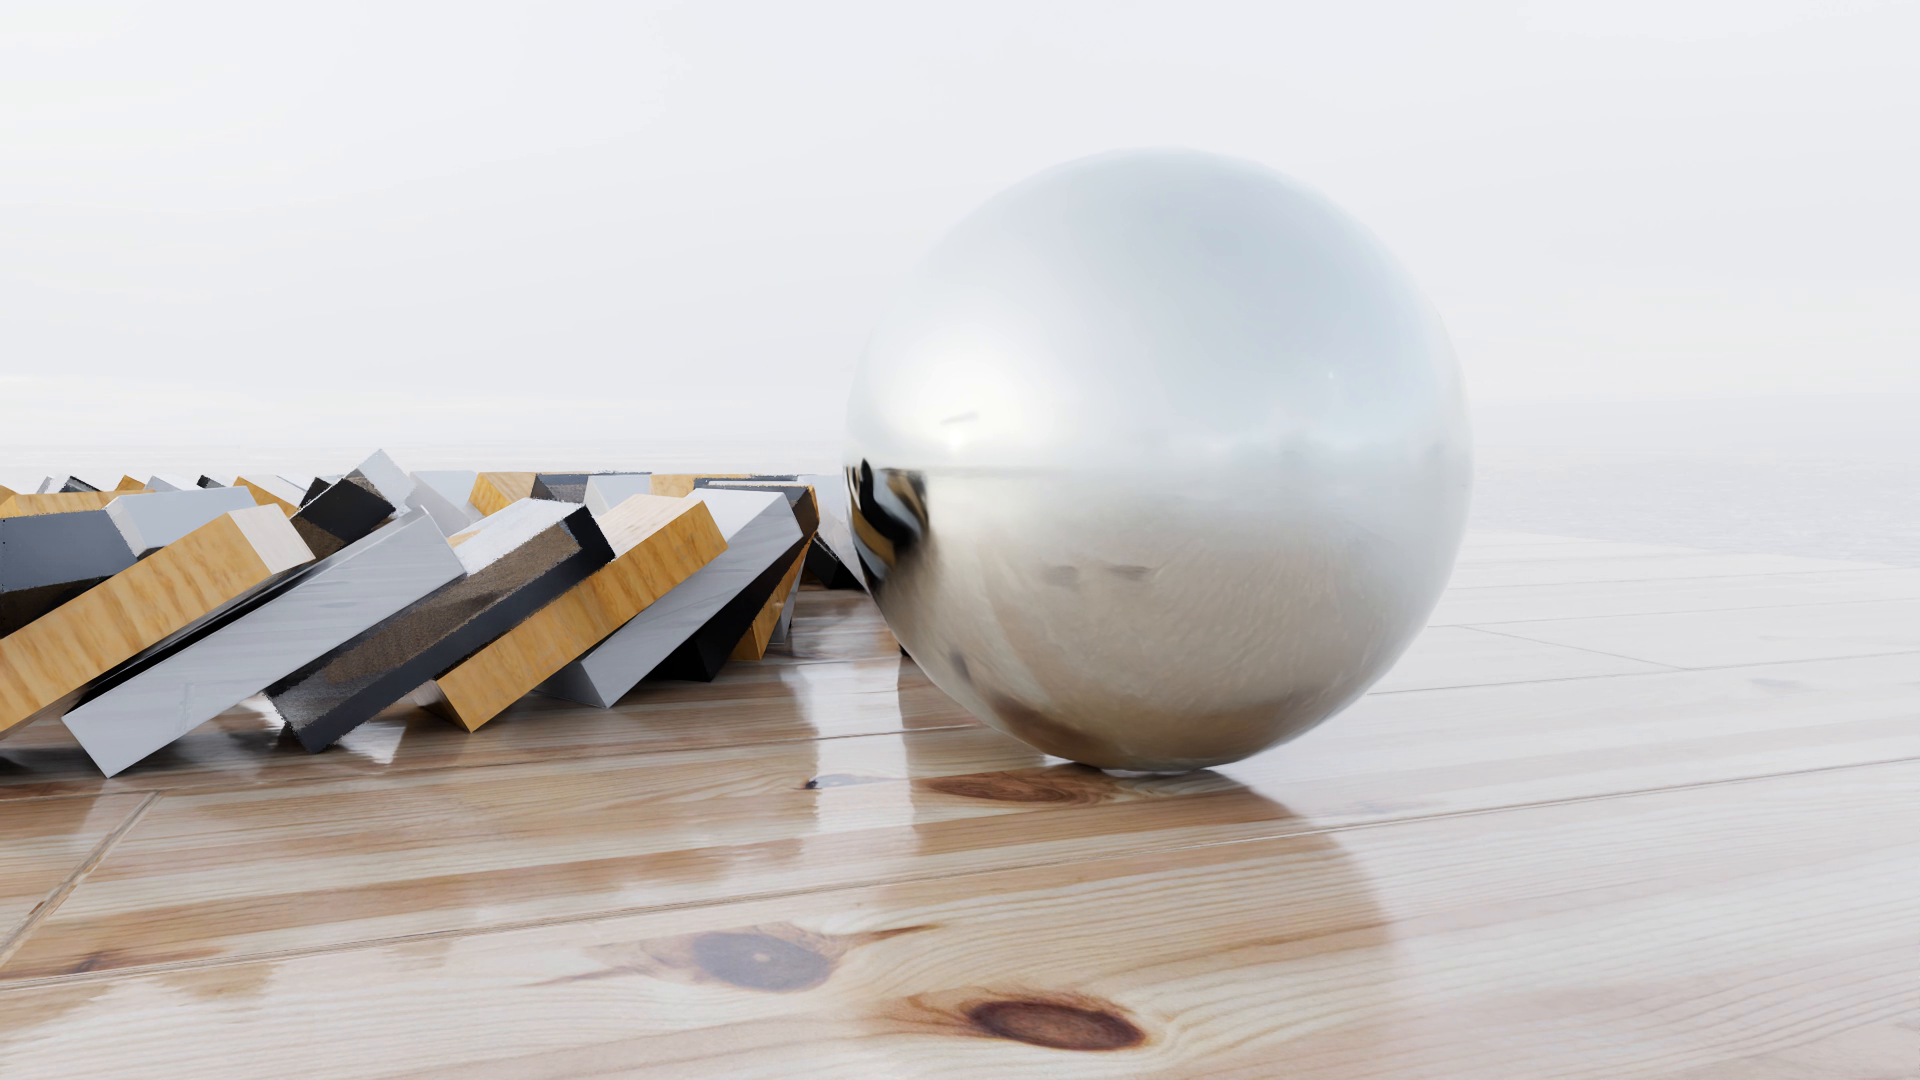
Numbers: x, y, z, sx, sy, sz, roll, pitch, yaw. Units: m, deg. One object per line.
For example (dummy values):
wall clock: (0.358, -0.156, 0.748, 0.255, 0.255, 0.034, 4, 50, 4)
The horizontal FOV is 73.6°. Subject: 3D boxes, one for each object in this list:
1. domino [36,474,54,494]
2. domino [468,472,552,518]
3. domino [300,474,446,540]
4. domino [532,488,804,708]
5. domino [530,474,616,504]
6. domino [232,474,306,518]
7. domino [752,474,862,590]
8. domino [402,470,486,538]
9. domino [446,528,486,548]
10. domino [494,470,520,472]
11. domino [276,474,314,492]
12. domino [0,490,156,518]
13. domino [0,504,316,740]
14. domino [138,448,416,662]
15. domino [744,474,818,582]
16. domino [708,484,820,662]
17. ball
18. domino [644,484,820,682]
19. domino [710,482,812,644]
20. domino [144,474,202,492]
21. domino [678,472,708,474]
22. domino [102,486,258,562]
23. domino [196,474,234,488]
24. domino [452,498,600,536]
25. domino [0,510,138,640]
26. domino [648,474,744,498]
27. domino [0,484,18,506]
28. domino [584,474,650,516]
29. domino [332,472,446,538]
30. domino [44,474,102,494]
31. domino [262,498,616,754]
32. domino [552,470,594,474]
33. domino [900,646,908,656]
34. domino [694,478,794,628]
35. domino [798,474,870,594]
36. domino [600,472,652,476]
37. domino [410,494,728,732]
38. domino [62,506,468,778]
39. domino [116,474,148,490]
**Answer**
domino: (-0.253, -0.003, 0.390, 0.050, 0.009, 0.025, 33, -15, -32)
domino: (-0.115, -0.002, 0.369, 0.050, 0.010, 0.025, 38, 22, 25)
domino: (-0.159, -0.002, 0.368, 0.050, 0.009, 0.025, 30, 2, -6)
domino: (-0.054, 0.009, 0.228, 0.025, 0.009, 0.050, 4, 37, 40)
domino: (-0.097, -0.001, 0.359, 0.025, 0.010, 0.050, -5, 37, -47)
domino: (-0.179, -0.002, 0.364, 0.050, 0.009, 0.025, 30, -1, -10)
domino: (-0.043, -0.003, 0.397, 0.025, 0.009, 0.050, -4, 35, -43)
domino: (-0.136, -0.003, 0.374, 0.050, 0.009, 0.025, 35, 15, 15)
domino: (-0.103, 0.010, 0.254, 0.050, 0.009, 0.025, -17, 32, -32)
domino: (-0.138, -0.007, 0.436, 0.050, 0.009, 0.025, 31, 9, 6)
domino: (-0.200, -0.006, 0.423, 0.050, 0.009, 0.025, 29, -2, -12)
domino: (-0.165, 0.009, 0.223, 0.050, 0.009, 0.025, -32, -6, 18)
domino: (-0.114, 0.013, 0.170, 0.050, 0.009, 0.025, -33, 12, -11)
domino: (-0.124, 0.004, 0.232, 0.050, 0.010, 0.025, -39, 19, -5)
domino: (-0.060, -0.004, 0.409, 0.050, 0.009, 0.025, 38, 26, 32)
domino: (-0.048, 0.006, 0.271, 0.025, 0.009, 0.050, 1, 34, 10)
ball: (0.024, -0.010, 0.168, 0.080, 0.080, 0.080, 0, 4, 0)
domino: (-0.049, 0.007, 0.250, 0.025, 0.009, 0.050, 2, 36, 21)
domino: (-0.049, 0.004, 0.292, 0.025, 0.009, 0.050, 0, 35, 3)
domino: (-0.198, -0.001, 0.355, 0.050, 0.010, 0.025, 32, -7, -19)
domino: (-0.078, -0.005, 0.420, 0.050, 0.010, 0.025, 36, 22, 27)
domino: (-0.146, 0.009, 0.218, 0.050, 0.009, 0.025, -32, -3, 16)
domino: (-0.219, -0.005, 0.415, 0.050, 0.009, 0.025, 30, -6, -19)
domino: (-0.103, 0.007, 0.282, 0.025, 0.009, 0.050, 13, 29, 22)
domino: (-0.135, 0.014, 0.162, 0.050, 0.009, 0.025, -30, 4, 3)
domino: (-0.064, 0.001, 0.331, 0.025, 0.009, 0.050, -2, 36, -22)
domino: (-0.222, 0.002, 0.319, 0.025, 0.010, 0.050, 3, -26, 34)
domino: (-0.080, 0.000, 0.347, 0.025, 0.010, 0.050, -3, 36, -38)
domino: (-0.180, -0.006, 0.429, 0.050, 0.009, 0.025, 29, 0, -9)
domino: (-0.213, 0.000, 0.338, 0.025, 0.009, 0.050, 5, -26, 49)
domino: (-0.080, 0.011, 0.196, 0.050, 0.010, 0.025, -37, 24, -28)
domino: (-0.117, -0.007, 0.435, 0.050, 0.009, 0.025, 33, 15, 17)
domino: (0.002, 0.000, 0.267, 0.025, 0.050, 0.010, 0, -36, 6)
domino: (-0.053, 0.002, 0.312, 0.025, 0.009, 0.050, 0, 35, -7)
domino: (-0.027, -0.003, 0.383, 0.025, 0.010, 0.050, -3, 35, -37)
domino: (-0.097, -0.006, 0.429, 0.050, 0.009, 0.025, 34, 18, 22)
domino: (-0.065, 0.010, 0.210, 0.050, 0.010, 0.025, -39, 27, -31)
domino: (-0.096, 0.012, 0.181, 0.050, 0.010, 0.025, -33, 17, -19)
domino: (-0.238, -0.004, 0.404, 0.050, 0.009, 0.025, 31, -11, -25)
